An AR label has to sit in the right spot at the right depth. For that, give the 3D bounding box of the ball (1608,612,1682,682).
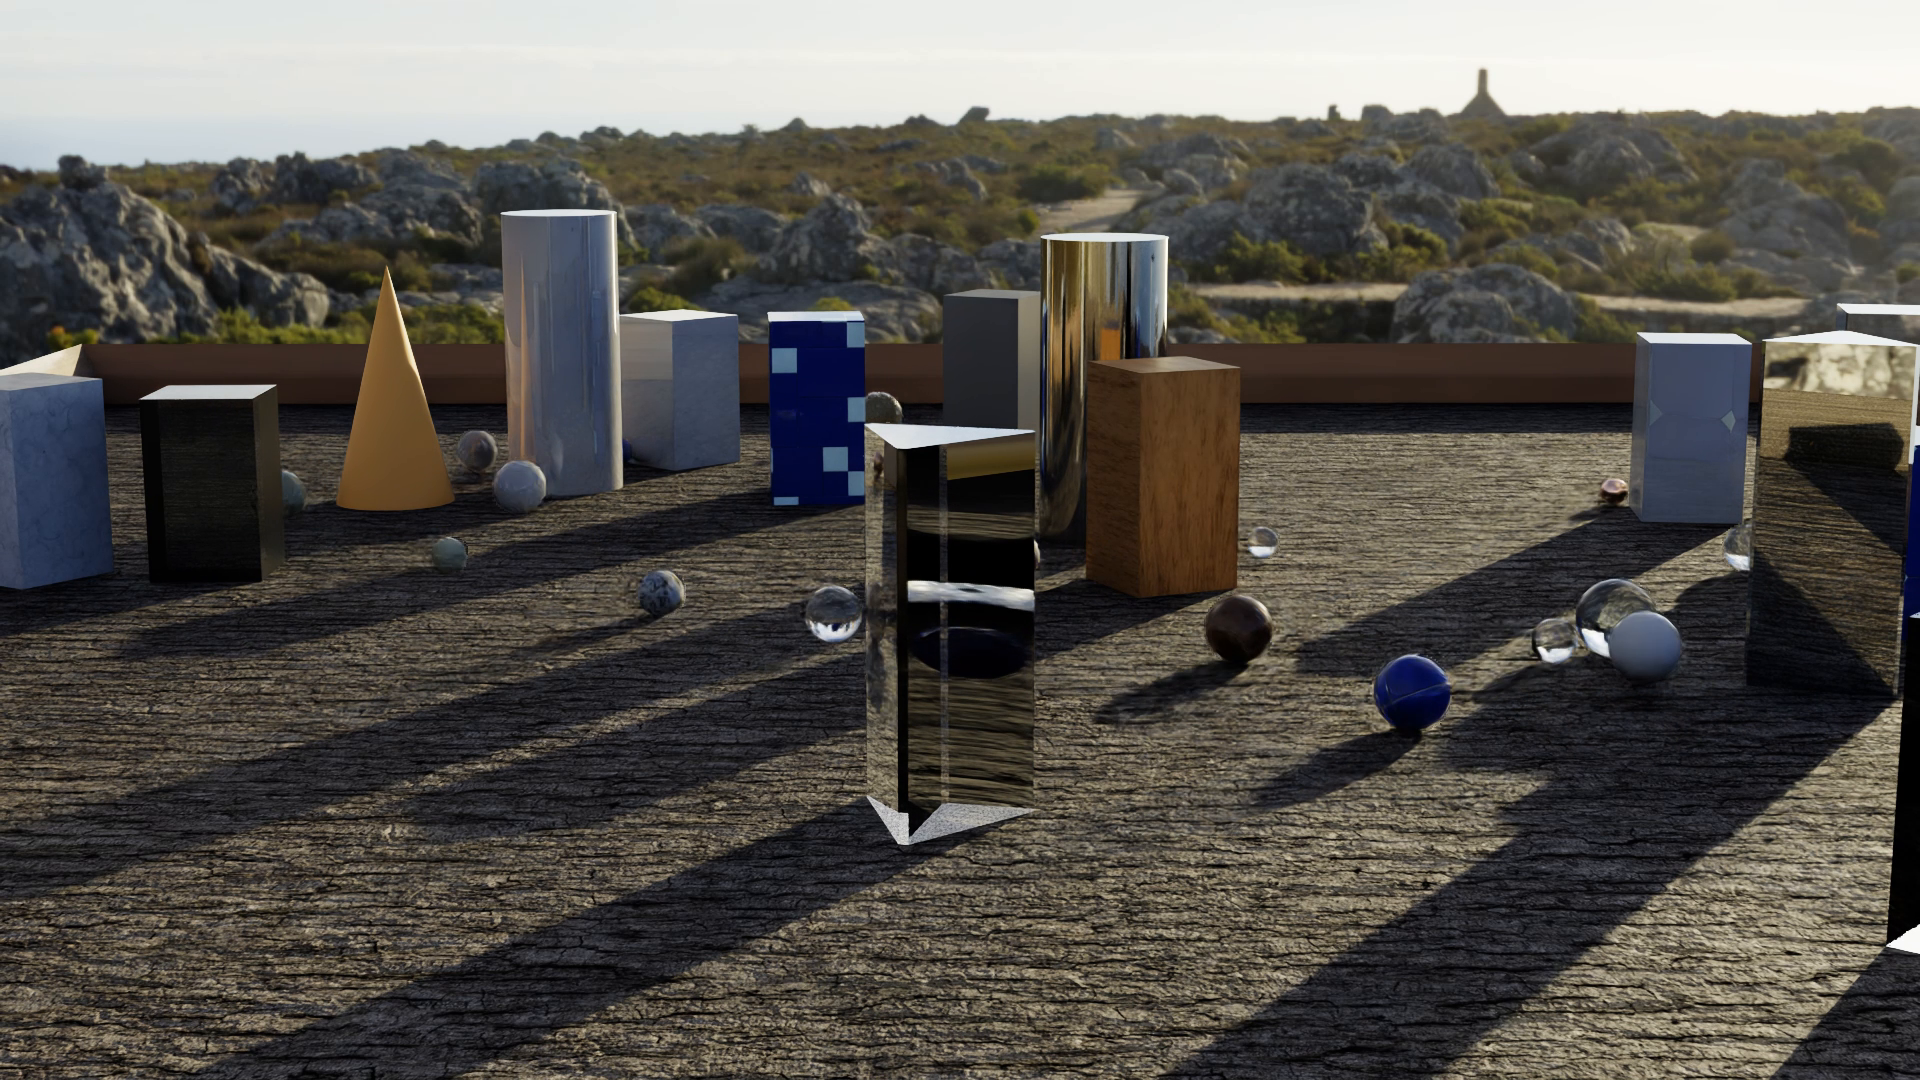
[{"bbox_3d":[0.818,0.127,3.063,0.085,0.085,0.085,0,10,0],"label":"ball"}]

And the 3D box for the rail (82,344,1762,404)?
[{"bbox_3d":[-0.012,-0.359,5.565,3.791,0.128,0.045,0,10,0],"label":"rail"}]

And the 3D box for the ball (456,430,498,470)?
[{"bbox_3d":[-0.879,-0.164,4.669,0.073,0.073,0.073,0,10,0],"label":"ball"}]

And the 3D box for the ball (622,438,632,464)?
[{"bbox_3d":[-0.630,-0.165,4.732,0.052,0.052,0.052,0,10,0],"label":"ball"}]

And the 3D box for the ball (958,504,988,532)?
[{"bbox_3d":[0.019,-0.035,4.046,0.046,0.046,0.046,0,10,0],"label":"ball"}]

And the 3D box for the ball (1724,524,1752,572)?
[{"bbox_3d":[1.147,0.011,3.735,0.069,0.069,0.069,0,10,0],"label":"ball"}]

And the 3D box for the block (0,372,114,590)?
[{"bbox_3d":[-1.342,-0.089,3.690,0.158,0.282,0.158,7,12,32],"label":"block"}]

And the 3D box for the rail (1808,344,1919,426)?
[{"bbox_3d":[1.872,0.031,3.459,0.045,0.128,4.352,0,10,0],"label":"rail"}]

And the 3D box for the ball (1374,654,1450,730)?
[{"bbox_3d":[0.501,0.169,2.842,0.084,0.084,0.084,0,10,0],"label":"ball"}]

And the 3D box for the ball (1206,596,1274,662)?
[{"bbox_3d":[0.345,0.110,3.165,0.083,0.083,0.083,0,10,0],"label":"ball"}]

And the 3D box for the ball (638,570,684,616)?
[{"bbox_3d":[-0.400,0.071,3.433,0.061,0.061,0.061,0,10,0],"label":"ball"}]

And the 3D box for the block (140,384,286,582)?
[{"bbox_3d":[-1.080,-0.084,3.714,0.158,0.263,0.158,0,11,-3],"label":"block"}]

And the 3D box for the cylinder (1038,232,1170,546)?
[{"bbox_3d":[0.222,-0.236,3.979,0.197,0.466,0.197,0,10,0],"label":"cylinder"}]

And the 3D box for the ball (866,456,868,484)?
[{"bbox_3d":[-0.132,-0.121,4.433,0.074,0.074,0.074,0,10,0],"label":"ball"}]

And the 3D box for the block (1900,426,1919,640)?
[{"bbox_3d":[1.226,-0.013,3.360,0.158,0.253,0.158,-5,12,-24],"label":"block"}]

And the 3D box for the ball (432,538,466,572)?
[{"bbox_3d":[-0.743,0.021,3.731,0.051,0.051,0.051,0,10,0],"label":"ball"}]

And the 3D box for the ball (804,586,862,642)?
[{"bbox_3d":[-0.161,0.095,3.273,0.073,0.073,0.073,0,10,0],"label":"ball"}]

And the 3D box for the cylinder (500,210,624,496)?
[{"bbox_3d":[-0.689,-0.328,4.448,0.197,0.476,0.197,0,10,0],"label":"cylinder"}]

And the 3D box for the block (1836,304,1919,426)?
[{"bbox_3d":[1.444,-0.181,3.989,0.158,0.355,0.158,2,11,13],"label":"block"}]

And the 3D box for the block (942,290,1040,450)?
[{"bbox_3d":[0.073,-0.324,4.923,0.158,0.296,0.158,5,12,26],"label":"block"}]

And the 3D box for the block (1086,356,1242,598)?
[{"bbox_3d":[0.286,-0.093,3.626,0.158,0.313,0.158,-5,12,-24],"label":"block"}]

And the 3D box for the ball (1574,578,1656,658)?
[{"bbox_3d":[0.814,0.098,3.186,0.099,0.099,0.099,0,10,0],"label":"ball"}]

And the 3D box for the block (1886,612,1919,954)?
[{"bbox_3d":[0.887,0.200,2.130,0.158,0.282,0.158,9,14,40],"label":"block"}]

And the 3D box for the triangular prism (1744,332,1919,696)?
[{"bbox_3d":[1.039,-0.037,3.057,0.171,0.411,0.148,4,11,20],"label":"triangular prism"}]

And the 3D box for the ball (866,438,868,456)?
[{"bbox_3d":[-0.136,-0.148,4.545,0.088,0.088,0.088,0,10,0],"label":"ball"}]

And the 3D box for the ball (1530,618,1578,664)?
[{"bbox_3d":[0.732,0.124,3.159,0.057,0.057,0.057,0,10,0],"label":"ball"}]

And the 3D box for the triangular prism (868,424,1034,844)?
[{"bbox_3d":[-0.041,0.082,2.503,0.171,0.379,0.148,-9,14,-42],"label":"triangular prism"}]

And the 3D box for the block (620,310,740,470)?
[{"bbox_3d":[-0.520,-0.280,4.751,0.158,0.272,0.158,10,14,43],"label":"block"}]

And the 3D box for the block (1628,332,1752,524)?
[{"bbox_3d":[1.189,-0.184,4.185,0.158,0.290,0.158,1,11,7],"label":"block"}]

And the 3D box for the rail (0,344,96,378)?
[{"bbox_3d":[-1.872,0.035,3.438,0.045,0.128,4.352,0,10,0],"label":"rail"}]

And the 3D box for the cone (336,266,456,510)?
[{"bbox_3d":[-0.955,-0.263,4.307,0.197,0.400,0.197,0,10,0],"label":"cone"}]

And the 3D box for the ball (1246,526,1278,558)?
[{"bbox_3d":[0.453,0.004,3.835,0.047,0.047,0.047,0,10,0],"label":"ball"}]

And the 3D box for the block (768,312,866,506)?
[{"bbox_3d":[-0.244,-0.226,4.354,0.158,0.309,0.158,-1,11,-5],"label":"block"}]

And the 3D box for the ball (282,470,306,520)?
[{"bbox_3d":[-1.101,-0.073,4.157,0.080,0.080,0.080,0,10,0],"label":"ball"}]

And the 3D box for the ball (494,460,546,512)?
[{"bbox_3d":[-0.725,-0.089,4.227,0.087,0.087,0.087,0,10,0],"label":"ball"}]

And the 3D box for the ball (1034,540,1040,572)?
[{"bbox_3d":[0.075,0.022,3.654,0.077,0.077,0.077,0,10,0],"label":"ball"}]

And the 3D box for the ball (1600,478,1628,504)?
[{"bbox_3d":[1.096,-0.081,4.300,0.045,0.045,0.045,0,10,0],"label":"ball"}]

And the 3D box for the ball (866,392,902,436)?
[{"bbox_3d":[-0.159,-0.244,5.045,0.094,0.094,0.094,0,10,0],"label":"ball"}]
